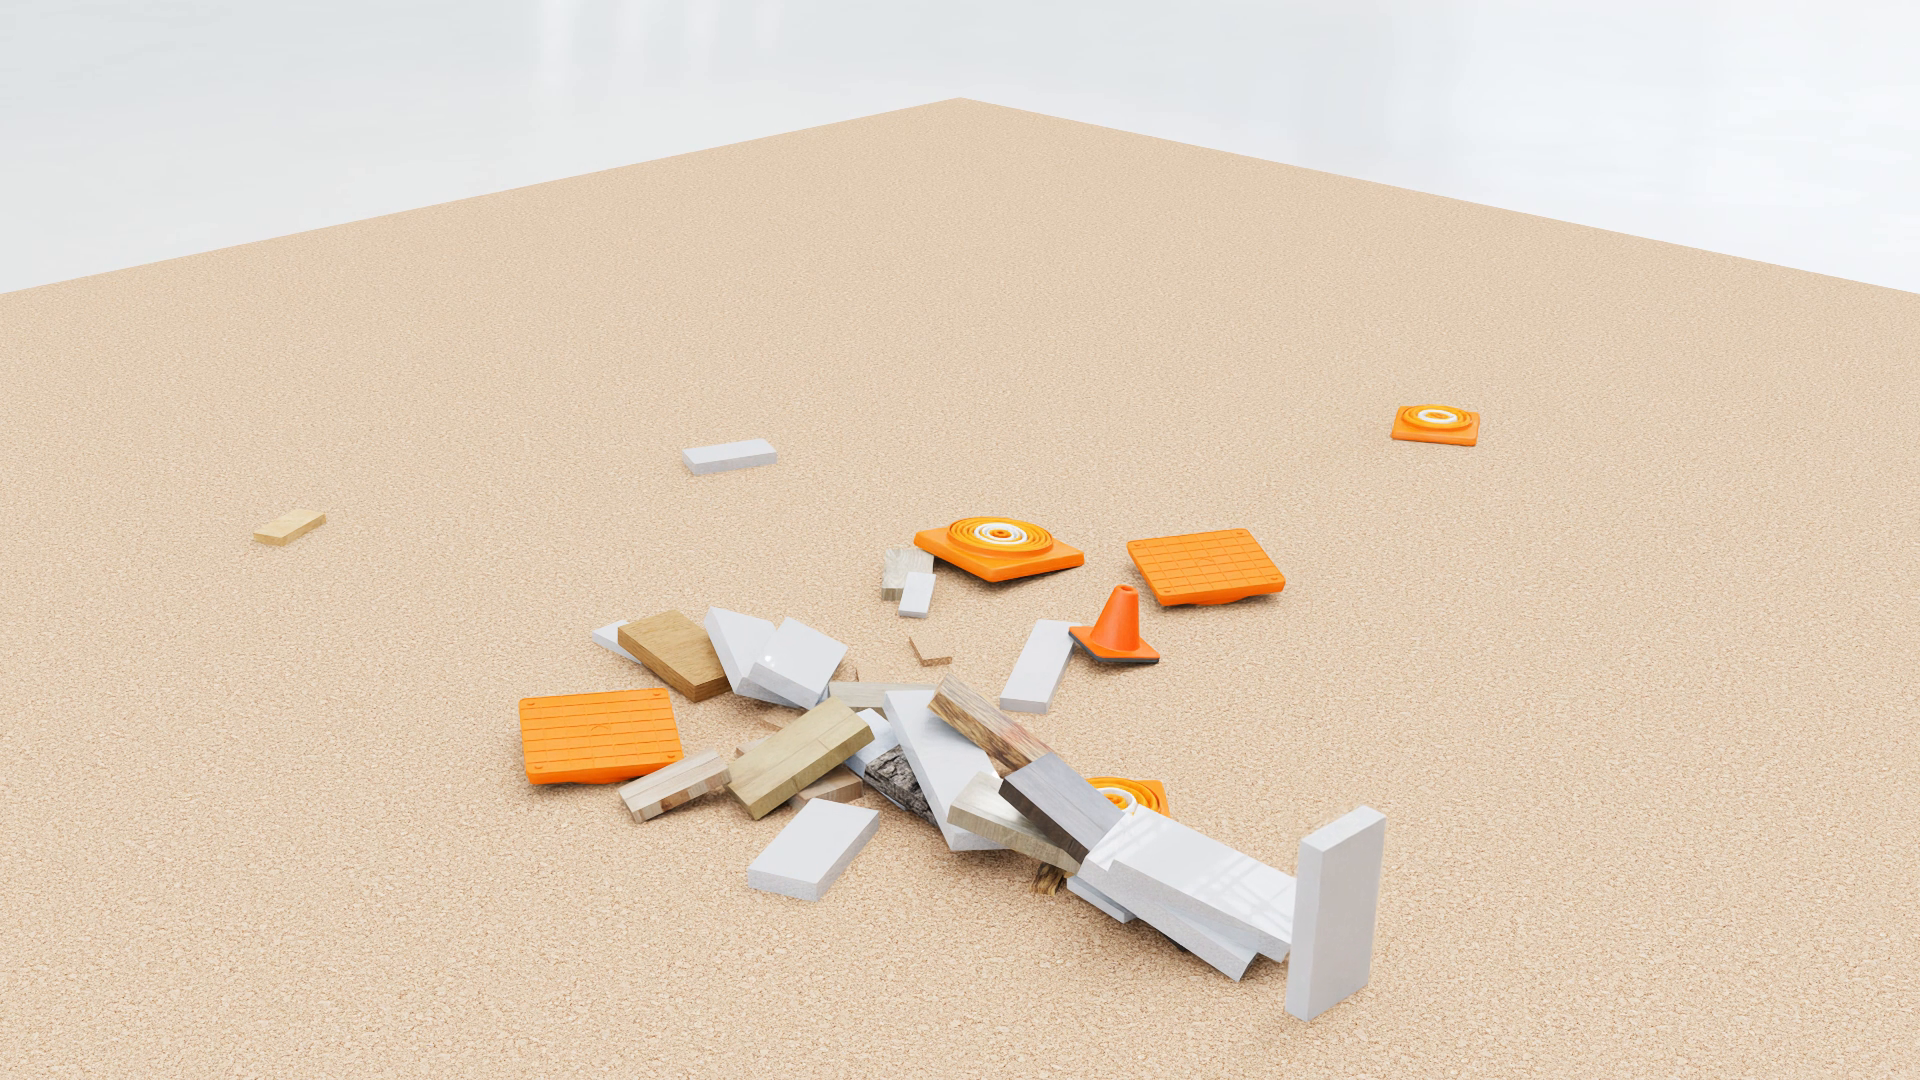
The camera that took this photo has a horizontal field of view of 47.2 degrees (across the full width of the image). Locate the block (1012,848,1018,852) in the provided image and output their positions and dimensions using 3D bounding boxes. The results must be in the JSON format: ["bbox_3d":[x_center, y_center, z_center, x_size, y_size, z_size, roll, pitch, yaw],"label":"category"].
[{"bbox_3d":[0.090,0.572,4.320,0.101,0.014,0.050,31,34,29],"label":"block"}]

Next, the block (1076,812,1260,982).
[{"bbox_3d":[0.404,0.647,4.009,0.346,0.049,0.173,32,36,16],"label":"block"}]

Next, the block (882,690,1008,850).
[{"bbox_3d":[-0.017,0.457,4.432,0.149,0.042,0.497,1,29,-20],"label":"block"}]

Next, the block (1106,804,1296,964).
[{"bbox_3d":[0.451,0.620,3.985,0.346,0.049,0.173,25,34,7],"label":"block"}]

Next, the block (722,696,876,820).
[{"bbox_3d":[-0.337,0.444,4.513,0.297,0.042,0.149,-33,36,-17],"label":"block"}]

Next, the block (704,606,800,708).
[{"bbox_3d":[-0.465,0.263,4.965,0.158,0.045,0.317,16,21,-27],"label":"block"}]

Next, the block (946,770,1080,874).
[{"bbox_3d":[0.138,0.545,4.232,0.292,0.041,0.146,20,28,16],"label":"block"}]

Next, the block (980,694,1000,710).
[{"bbox_3d":[0.047,0.384,4.767,0.106,0.030,0.211,13,16,-28],"label":"block"}]

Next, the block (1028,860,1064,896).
[{"bbox_3d":[0.171,0.647,4.218,0.050,0.014,0.101,7,24,16],"label":"block"}]

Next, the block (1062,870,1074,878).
[{"bbox_3d":[0.219,0.626,4.238,0.050,0.014,0.101,25,19,-14],"label":"block"}]

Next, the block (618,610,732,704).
[{"bbox_3d":[-0.632,0.263,5.041,0.158,0.045,0.317,-18,34,-37],"label":"block"}]

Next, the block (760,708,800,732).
[{"bbox_3d":[-0.367,0.403,4.787,0.129,0.018,0.064,18,29,36],"label":"block"}]

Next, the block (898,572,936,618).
[{"bbox_3d":[-0.104,0.134,5.361,0.069,0.020,0.138,6,42,7],"label":"block"}]

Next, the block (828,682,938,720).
[{"bbox_3d":[-0.160,0.357,4.846,0.254,0.035,0.122,2,22,-9],"label":"block"}]

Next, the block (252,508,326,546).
[{"bbox_3d":[-1.770,-0.034,5.807,0.091,0.026,0.182,9,25,20],"label":"block"}]

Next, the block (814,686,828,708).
[{"bbox_3d":[-0.280,0.356,4.898,0.064,0.018,0.129,7,24,16],"label":"block"}]

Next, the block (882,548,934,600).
[{"bbox_3d":[-0.129,0.087,5.513,0.122,0.035,0.244,1,23,1],"label":"block"}]

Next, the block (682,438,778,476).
[{"bbox_3d":[-0.657,-0.238,6.278,0.244,0.035,0.122,-10,25,-21],"label":"block"}]

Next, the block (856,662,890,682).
[{"bbox_3d":[-0.196,0.318,4.987,0.069,0.020,0.138,-3,23,-7],"label":"block"}]

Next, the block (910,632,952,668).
[{"bbox_3d":[-0.069,0.255,5.135,0.069,0.020,0.138,-6,24,-14],"label":"block"}]

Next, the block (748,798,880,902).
[{"bbox_3d":[-0.283,0.601,4.290,0.146,0.041,0.292,9,25,20],"label":"block"}]

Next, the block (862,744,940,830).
[{"bbox_3d":[-0.044,0.508,4.432,0.276,0.039,0.138,30,35,27],"label":"block"}]

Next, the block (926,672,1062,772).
[{"bbox_3d":[0.073,0.396,4.535,0.297,0.042,0.148,37,14,-1],"label":"block"}]

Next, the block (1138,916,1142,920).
[{"bbox_3d":[0.350,0.680,4.129,0.156,0.022,0.078,19,29,37],"label":"block"}]

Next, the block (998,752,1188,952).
[{"bbox_3d":[0.291,0.579,4.125,0.469,0.041,0.146,39,38,25],"label":"block"}]

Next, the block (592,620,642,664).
[{"bbox_3d":[-0.771,0.239,5.165,0.182,0.026,0.091,20,30,39],"label":"block"}]

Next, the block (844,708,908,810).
[{"bbox_3d":[-0.152,0.454,4.572,0.138,0.039,0.276,-18,40,-40],"label":"block"}]

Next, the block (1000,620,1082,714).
[{"bbox_3d":[0.188,0.287,5.047,0.106,0.030,0.421,5,24,12],"label":"block"}]

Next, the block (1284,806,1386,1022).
[{"bbox_3d":[0.648,0.645,3.796,0.173,0.346,0.049,-20,31,-39],"label":"block"}]

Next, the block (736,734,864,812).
[{"bbox_3d":[-0.336,0.482,4.576,0.138,0.039,0.276,-16,28,-33],"label":"block"}]

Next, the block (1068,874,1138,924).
[{"bbox_3d":[0.282,0.662,4.116,0.078,0.022,0.156,-18,29,-36],"label":"block"}]

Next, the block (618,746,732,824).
[{"bbox_3d":[-0.581,0.498,4.482,0.211,0.030,0.106,-24,30,-16],"label":"block"}]

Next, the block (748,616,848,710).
[{"bbox_3d":[-0.361,0.274,4.933,0.158,0.045,0.317,27,18,0],"label":"block"}]
